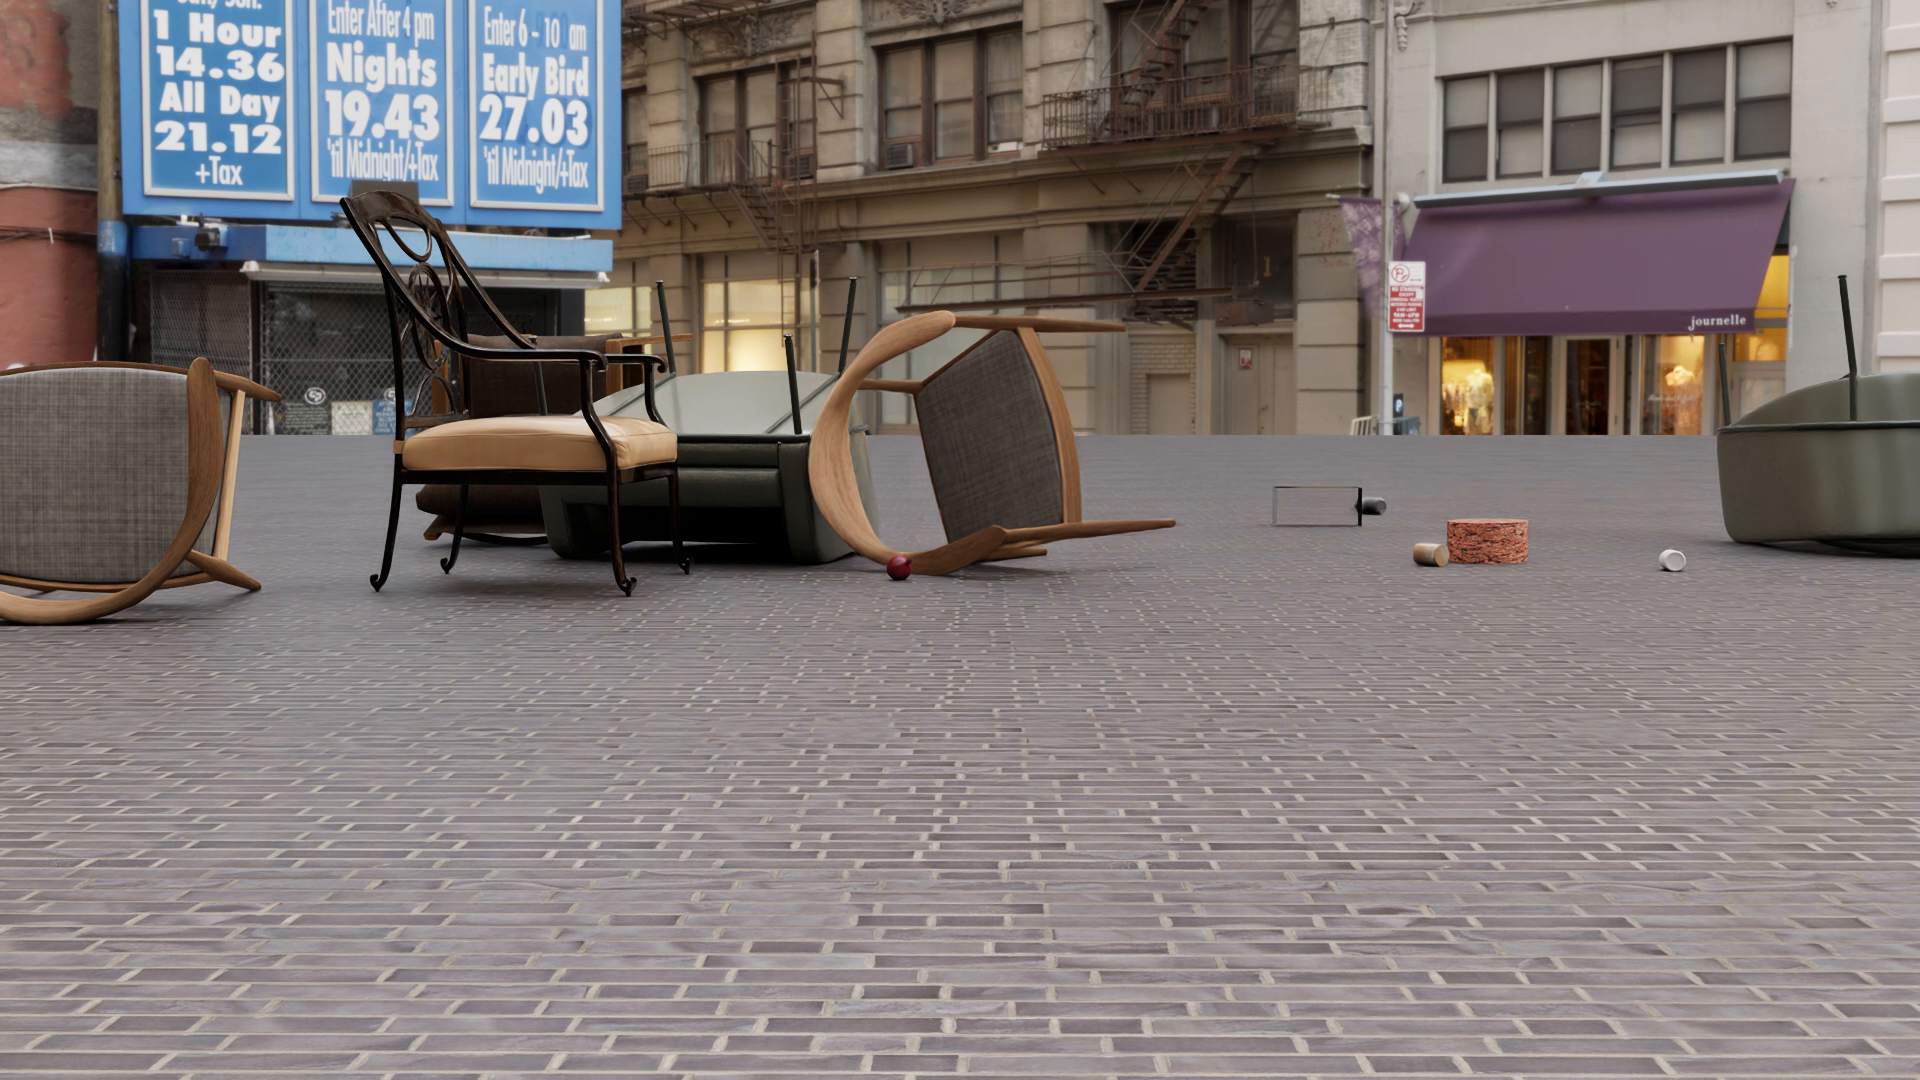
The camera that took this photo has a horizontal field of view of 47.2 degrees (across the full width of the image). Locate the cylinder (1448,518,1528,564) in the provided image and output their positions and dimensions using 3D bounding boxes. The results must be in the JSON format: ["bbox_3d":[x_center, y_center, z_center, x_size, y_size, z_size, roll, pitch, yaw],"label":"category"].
[{"bbox_3d":[1.380,0.002,5.753,0.235,0.105,0.184,-3,5,-36],"label":"cylinder"}]

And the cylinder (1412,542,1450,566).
[{"bbox_3d":[1.199,0.037,5.597,0.072,0.057,0.056,5,46,51],"label":"cylinder"}]

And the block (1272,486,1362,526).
[{"bbox_3d":[1.178,-0.111,7.257,0.277,0.125,0.120,0,4,1],"label":"block"}]
